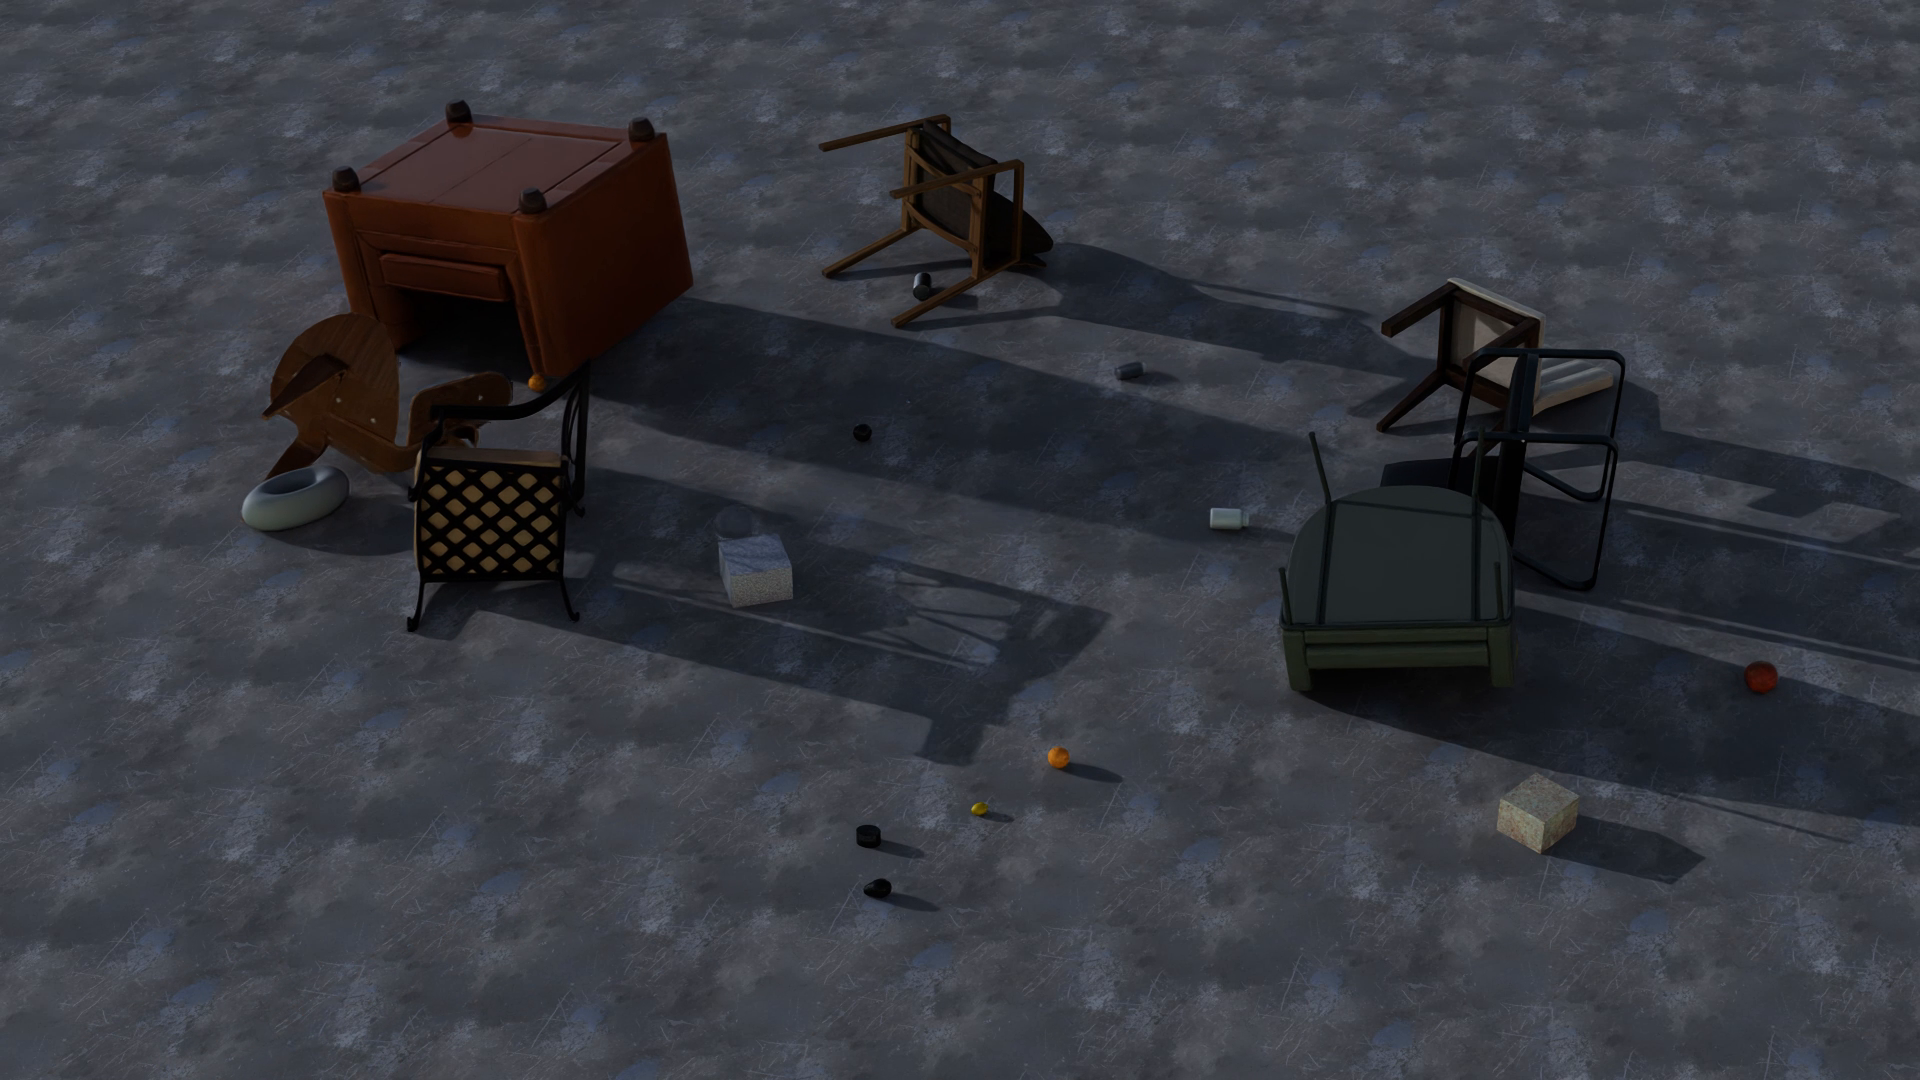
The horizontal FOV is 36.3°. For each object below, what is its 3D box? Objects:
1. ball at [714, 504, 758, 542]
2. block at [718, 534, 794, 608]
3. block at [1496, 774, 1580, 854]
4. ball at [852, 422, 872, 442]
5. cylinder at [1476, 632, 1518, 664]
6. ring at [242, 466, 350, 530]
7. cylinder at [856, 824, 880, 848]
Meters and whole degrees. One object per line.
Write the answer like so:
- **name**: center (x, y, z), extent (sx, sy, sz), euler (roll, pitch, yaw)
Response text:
- **ball**: center (-0.832, -0.052, 10.880), extent (0.158, 0.158, 0.158), euler (0, 33, 0)
- **block**: center (-0.742, 0.110, 10.649), extent (0.223, 0.141, 0.226), euler (-9, 34, -13)
- **block**: center (1.870, 0.883, 9.486), extent (0.191, 0.130, 0.174), euler (-28, 43, -36)
- **ball**: center (-0.383, -0.422, 11.518), extent (0.075, 0.075, 0.075), euler (0, 33, 0)
- **cylinder**: center (1.883, 0.376, 10.280), extent (0.136, 0.103, 0.109), euler (3, 30, 4)
- **ring**: center (-2.503, -0.158, 11.051), extent (0.432, 0.147, 0.215), euler (-22, 40, -30)
- **cylinder**: center (-0.295, 0.955, 9.451), extent (0.079, 0.048, 0.059), euler (6, 34, 9)
